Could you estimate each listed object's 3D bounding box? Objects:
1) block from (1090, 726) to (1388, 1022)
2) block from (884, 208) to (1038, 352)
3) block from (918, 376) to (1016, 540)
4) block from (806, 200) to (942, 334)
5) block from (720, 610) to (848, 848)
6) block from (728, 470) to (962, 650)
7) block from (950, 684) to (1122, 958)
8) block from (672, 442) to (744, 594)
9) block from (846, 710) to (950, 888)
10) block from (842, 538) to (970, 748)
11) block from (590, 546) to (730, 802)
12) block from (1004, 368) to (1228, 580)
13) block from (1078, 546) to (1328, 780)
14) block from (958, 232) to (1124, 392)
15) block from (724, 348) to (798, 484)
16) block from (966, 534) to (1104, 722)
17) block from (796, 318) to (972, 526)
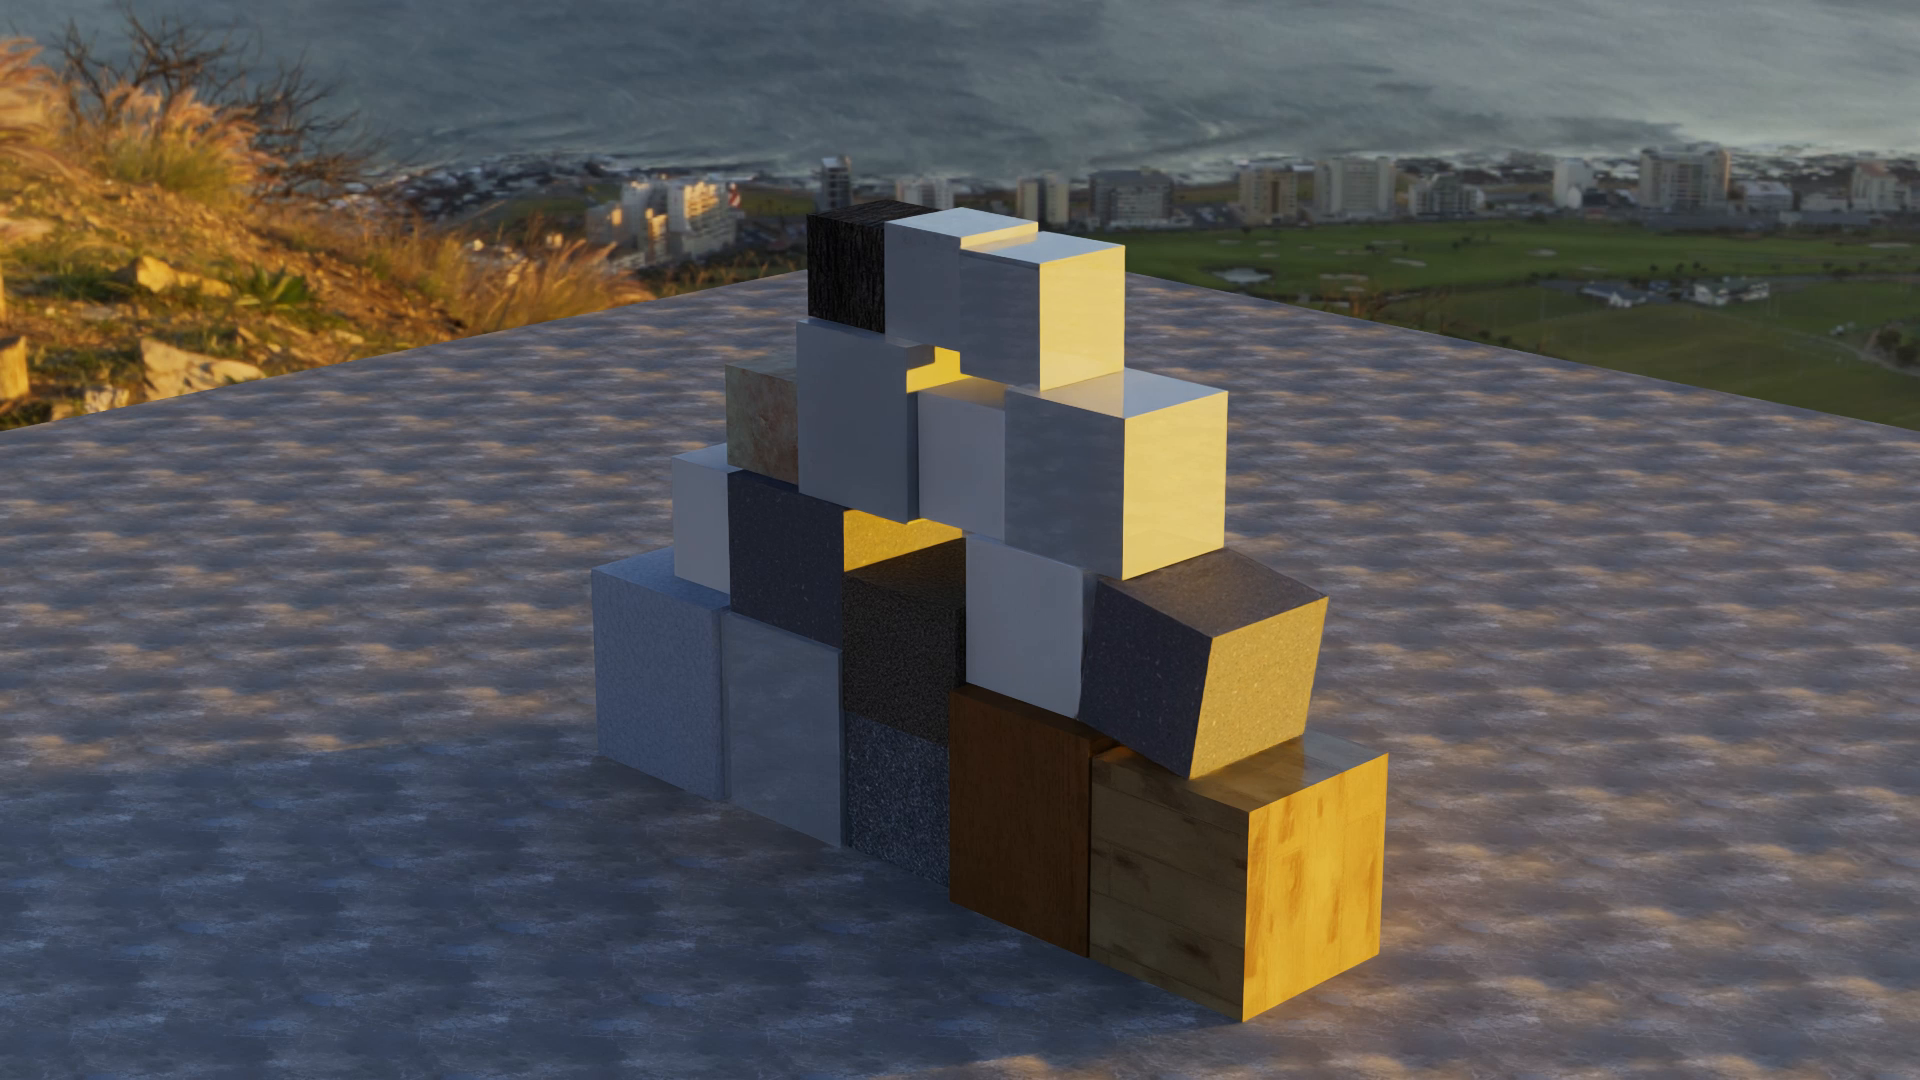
[{"bbox_3d":[1.183,1.349,12.500,0.917,0.931,0.854,-17,24,-42],"label":"block"},{"bbox_3d":[0.005,-1.157,12.965,0.480,0.506,0.477,-17,24,-42],"label":"block"},{"bbox_3d":[0.225,-0.387,12.995,0.597,0.582,0.563,-17,23,-42],"label":"block"},{"bbox_3d":[-0.338,-1.249,13.317,0.502,0.470,0.503,17,24,42],"label":"block"},{"bbox_3d":[-0.547,0.805,14.167,0.863,0.970,0.827,-17,24,-42],"label":"block"},{"bbox_3d":[-0.545,0.018,13.913,0.759,0.684,0.806,-17,24,-42],"label":"block"},{"bbox_3d":[0.585,1.130,13.071,0.954,1.007,0.835,-17,24,-42],"label":"block"},{"bbox_3d":[-1.027,-0.114,14.386,0.531,0.612,0.550,-17,24,-42],"label":"block"},{"bbox_3d":[0.011,1.111,13.659,0.752,0.691,0.758,-17,24,-42],"label":"block"},{"bbox_3d":[-0.005,0.463,13.464,0.777,0.662,0.732,-17,24,-42],"label":"block"},{"bbox_3d":[-1.173,0.608,14.760,0.960,0.990,0.921,-17,24,-42],"label":"block"},{"bbox_3d":[0.663,-0.304,12.535,0.650,0.695,0.684,-17,24,-42],"label":"block"},{"bbox_3d":[1.023,0.498,12.403,0.751,0.656,0.639,-17,33,-42],"label":"block"},{"bbox_3d":[0.354,-0.995,12.665,0.530,0.550,0.480,-17,23,-42],"label":"block"},{"bbox_3d":[-0.715,-0.590,13.887,0.530,0.491,0.585,-17,24,-42],"label":"block"},{"bbox_3d":[0.505,0.308,12.879,0.662,0.677,0.693,-17,24,-42],"label":"block"},{"bbox_3d":[-0.232,-0.606,13.405,0.720,0.810,0.725,17,24,42],"label":"block"}]
